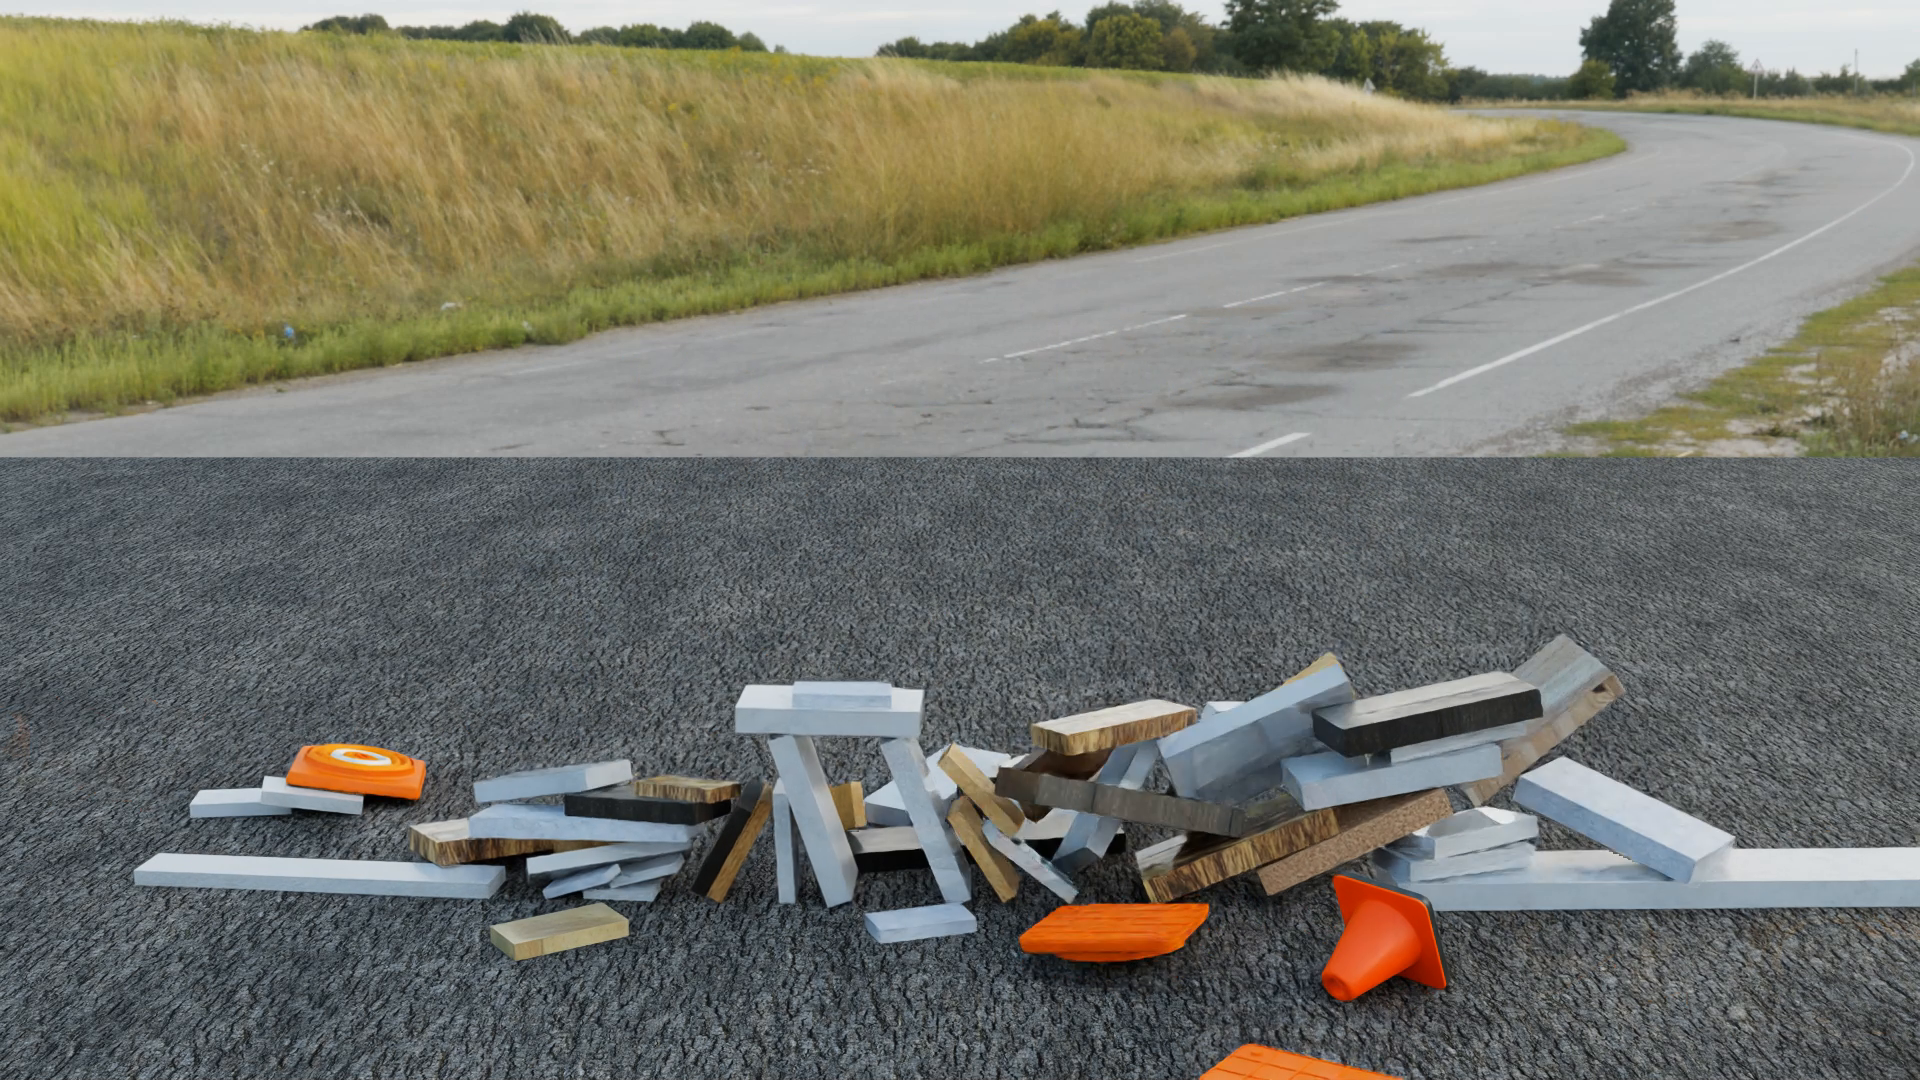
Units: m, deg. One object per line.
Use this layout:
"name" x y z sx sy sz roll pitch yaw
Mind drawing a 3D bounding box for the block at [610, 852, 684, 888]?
"block" -0.522 0.550 3.665 0.117 0.017 0.059 -14 9 8

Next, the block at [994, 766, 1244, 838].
"block" 0.261 0.430 3.606 0.373 0.048 0.168 12 -6 -21

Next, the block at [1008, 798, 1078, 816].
"block" 0.208 0.488 4.059 0.254 0.022 0.078 -4 40 -22

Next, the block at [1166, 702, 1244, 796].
"block" 0.438 0.380 3.856 0.102 0.204 0.029 4 25 -43

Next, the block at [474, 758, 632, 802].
"block" -0.702 0.415 3.786 0.246 0.035 0.123 -9 -1 29

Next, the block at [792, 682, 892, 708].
"block" -0.192 0.253 3.585 0.160 0.023 0.080 1 11 -2

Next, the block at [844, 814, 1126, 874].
"block" 0.038 0.533 3.880 0.490 0.036 0.126 -3 11 -13

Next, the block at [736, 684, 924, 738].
"block" -0.212 0.280 3.612 0.297 0.042 0.149 1 11 1

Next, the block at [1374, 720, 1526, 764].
"block" 0.804 0.319 3.650 0.236 0.033 0.118 -11 8 -8

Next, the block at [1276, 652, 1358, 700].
"block" 0.580 0.292 3.804 0.204 0.102 0.029 -35 36 -2

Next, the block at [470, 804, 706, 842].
"block" -0.622 0.474 3.685 0.370 0.035 0.123 0 3 9

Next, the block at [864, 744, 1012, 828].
"block" -0.041 0.463 4.118 0.143 0.040 0.285 6 21 35

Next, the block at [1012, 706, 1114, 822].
"block" 0.180 0.396 3.887 0.204 0.102 0.029 -37 26 -26

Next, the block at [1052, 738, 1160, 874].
"block" 0.254 0.450 3.773 0.253 0.036 0.126 -57 10 -31

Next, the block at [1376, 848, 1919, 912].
"block" 1.195 0.566 3.674 0.970 0.046 0.162 0 11 -2

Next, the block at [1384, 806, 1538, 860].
"block" 0.835 0.487 3.662 0.236 0.033 0.118 -6 6 -32

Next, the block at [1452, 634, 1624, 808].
"block" 0.972 0.311 3.819 0.325 0.046 0.162 -38 29 0

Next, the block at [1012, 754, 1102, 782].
"block" 0.168 0.455 4.285 0.143 0.040 0.285 9 14 39

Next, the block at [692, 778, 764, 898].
"block" -0.386 0.494 3.653 0.027 0.188 0.094 28 24 -4

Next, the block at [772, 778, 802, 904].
"block" -0.287 0.497 3.649 0.027 0.188 0.094 -2 10 2

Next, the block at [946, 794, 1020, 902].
"block" 0.040 0.512 3.656 0.024 0.172 0.086 -32 5 11

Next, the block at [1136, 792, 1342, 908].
"block" 0.459 0.504 3.655 0.329 0.047 0.165 -22 8 3

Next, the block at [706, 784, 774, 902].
"block" -0.360 0.503 3.652 0.027 0.188 0.094 28 10 -4

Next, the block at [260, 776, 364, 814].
"block" -1.209 0.477 4.107 0.182 0.026 0.091 9 9 -16

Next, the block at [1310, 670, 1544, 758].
"block" 0.768 0.286 3.631 0.336 0.048 0.168 -11 8 -7

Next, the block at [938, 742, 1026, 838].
"block" 0.036 0.413 3.630 0.024 0.172 0.086 -44 1 10

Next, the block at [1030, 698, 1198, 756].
"block" 0.263 0.317 3.742 0.253 0.036 0.126 -9 8 -26

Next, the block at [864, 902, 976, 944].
"block" -0.063 0.610 3.502 0.160 0.023 0.080 -4 11 -19

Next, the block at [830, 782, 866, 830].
"block" -0.220 0.479 3.904 0.022 0.078 0.157 0 -13 -34

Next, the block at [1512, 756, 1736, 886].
"block" 1.121 0.470 3.717 0.325 0.046 0.162 26 24 35

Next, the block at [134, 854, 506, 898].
"block" -1.082 0.568 3.719 0.615 0.026 0.091 1 11 6

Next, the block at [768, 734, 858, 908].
"block" -0.242 0.444 3.647 0.042 0.297 0.148 -18 9 5

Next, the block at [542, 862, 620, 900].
"block" -0.628 0.566 3.650 0.117 0.017 0.059 -17 6 16

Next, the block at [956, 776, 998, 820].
"block" 0.074 0.477 4.059 0.157 0.078 0.022 -6 -11 -28

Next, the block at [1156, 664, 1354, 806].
"block" 0.516 0.349 3.753 0.336 0.168 0.048 -23 38 -1

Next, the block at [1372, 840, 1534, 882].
"block" 0.821 0.524 3.662 0.236 0.033 0.118 -4 8 -20

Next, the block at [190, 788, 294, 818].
"block" -1.341 0.492 4.127 0.182 0.026 0.091 -1 11 -7

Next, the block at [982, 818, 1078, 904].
"block" 0.115 0.530 3.640 0.172 0.024 0.086 39 2 -14

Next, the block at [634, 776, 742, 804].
"block" -0.451 0.412 3.637 0.160 0.023 0.080 1 3 32

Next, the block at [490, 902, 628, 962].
"block" -0.630 0.615 3.459 0.192 0.027 0.096 -7 13 -34

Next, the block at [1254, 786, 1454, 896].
"block" 0.641 0.480 3.649 0.329 0.047 0.165 -24 8 3

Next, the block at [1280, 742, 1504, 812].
"block" 0.712 0.377 3.645 0.329 0.047 0.165 -10 8 -2

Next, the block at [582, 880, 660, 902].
"block" -0.563 0.582 3.665 0.117 0.017 0.058 1 11 6

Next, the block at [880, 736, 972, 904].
"block" -0.055 0.446 3.646 0.042 0.297 0.148 -21 10 4

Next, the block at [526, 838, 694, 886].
"block" -0.589 0.536 3.691 0.273 0.027 0.096 -7 -18 -15

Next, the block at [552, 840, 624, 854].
"block" -0.619 0.521 3.778 0.096 0.027 0.192 -2 -9 -31

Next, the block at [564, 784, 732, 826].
"block" -0.519 0.440 3.662 0.246 0.035 0.123 1 3 23

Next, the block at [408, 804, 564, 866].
"block" -0.726 0.511 3.910 0.471 0.040 0.143 -4 8 -33
